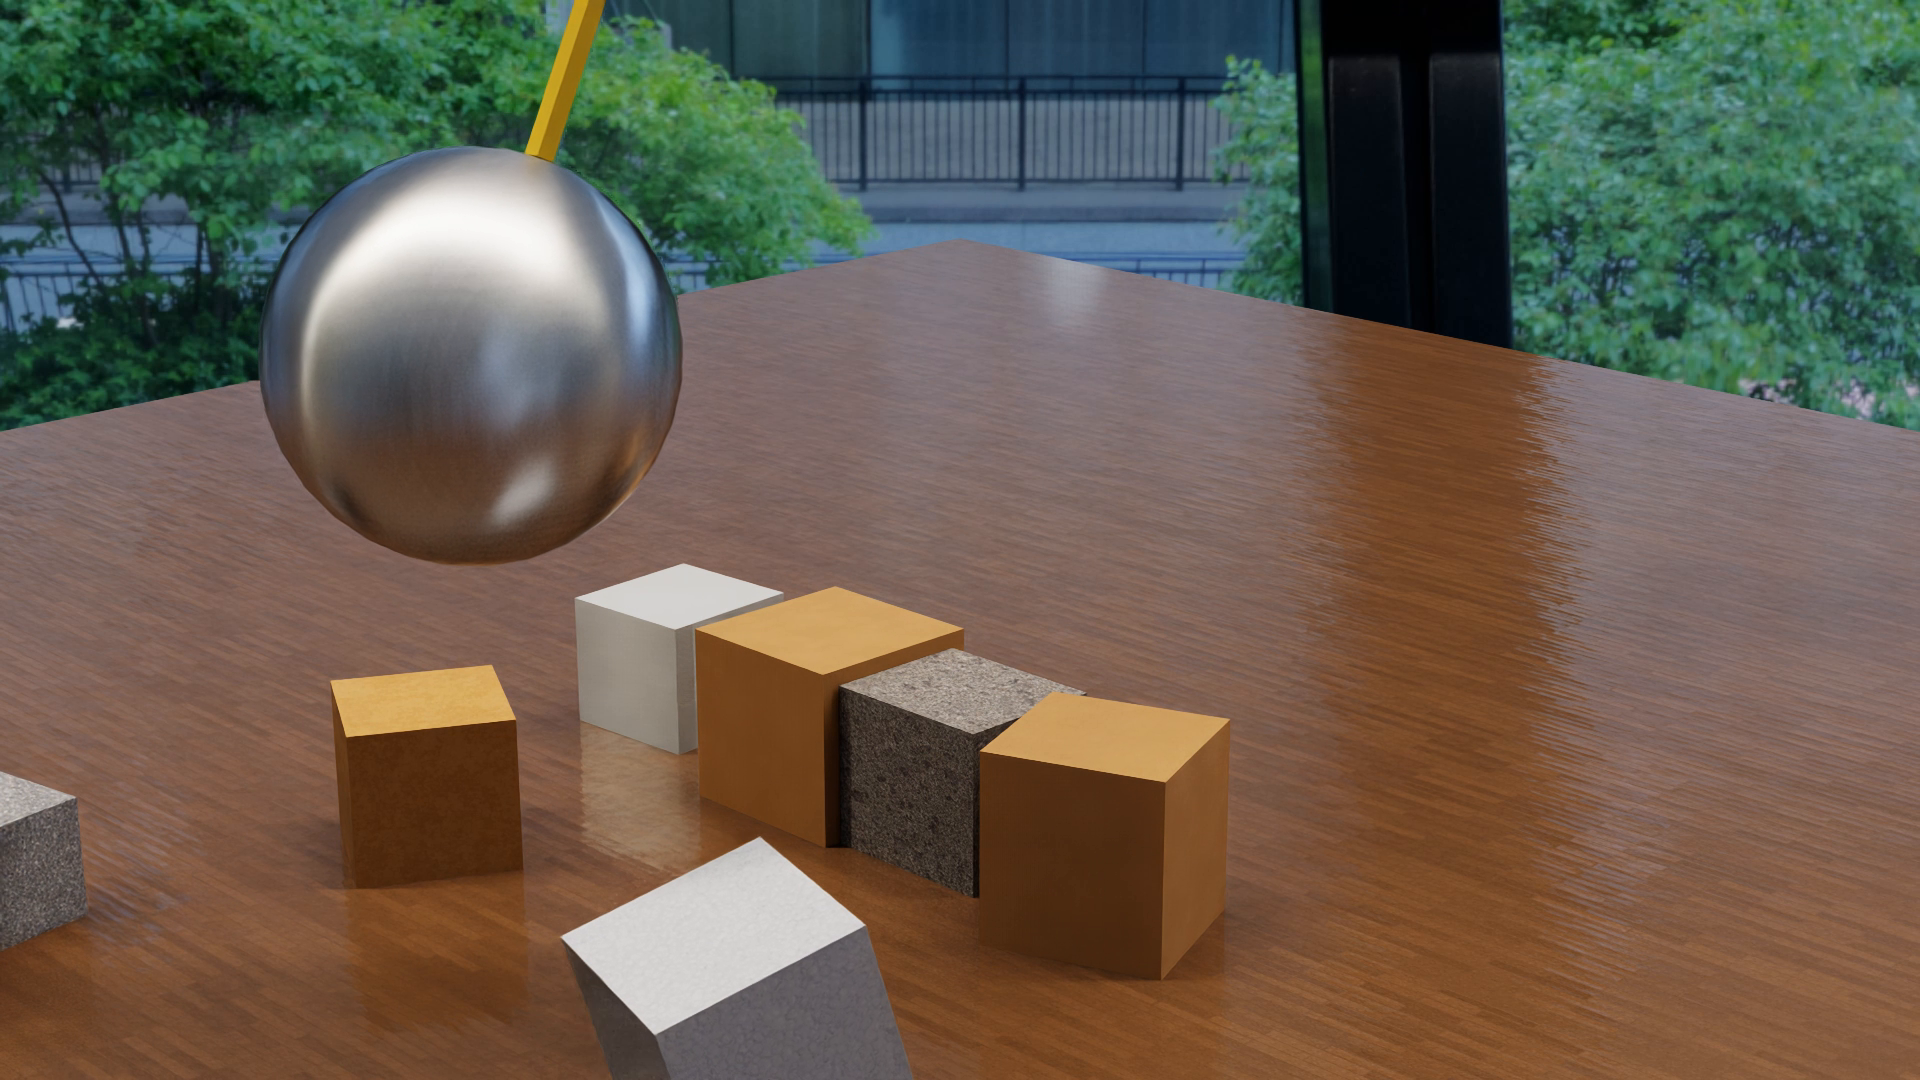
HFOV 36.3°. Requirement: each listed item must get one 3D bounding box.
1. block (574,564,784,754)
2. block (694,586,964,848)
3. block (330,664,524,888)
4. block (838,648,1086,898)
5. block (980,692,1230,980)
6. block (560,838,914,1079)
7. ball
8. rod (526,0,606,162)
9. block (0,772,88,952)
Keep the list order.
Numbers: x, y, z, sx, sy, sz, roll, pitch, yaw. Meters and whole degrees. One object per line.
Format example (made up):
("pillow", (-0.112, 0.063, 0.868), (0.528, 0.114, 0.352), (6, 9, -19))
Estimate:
("block", (-1.453, 0.608, 15.287), (0.751, 0.673, 0.773), (15, 23, 39))
("block", (-0.628, 0.838, 14.237), (0.918, 0.863, 0.913), (-17, 24, -42))
("block", (-2.486, 1.090, 13.647), (0.758, 0.738, 0.760), (-5, 18, -16))
("block", (0.011, 1.065, 13.636), (0.742, 0.791, 0.876), (-17, 24, -42))
("block", (0.634, 1.272, 12.788), (0.843, 0.904, 0.801), (8, 19, 23))
("block", (-0.806, 1.800, 10.845), (0.850, 0.861, 0.903), (-25, 26, -21))
("ball", (-1.857, -0.698, 11.176), (1.600, 1.600, 1.600), (0, 17, 0))
("rod", (-0.805, -3.930, 11.263), (0.080, 5.200, 0.080), (17, -2, 42))
("block", (-4.286, 1.417, 12.898), (0.592, 0.563, 0.571), (12, 21, 33))
